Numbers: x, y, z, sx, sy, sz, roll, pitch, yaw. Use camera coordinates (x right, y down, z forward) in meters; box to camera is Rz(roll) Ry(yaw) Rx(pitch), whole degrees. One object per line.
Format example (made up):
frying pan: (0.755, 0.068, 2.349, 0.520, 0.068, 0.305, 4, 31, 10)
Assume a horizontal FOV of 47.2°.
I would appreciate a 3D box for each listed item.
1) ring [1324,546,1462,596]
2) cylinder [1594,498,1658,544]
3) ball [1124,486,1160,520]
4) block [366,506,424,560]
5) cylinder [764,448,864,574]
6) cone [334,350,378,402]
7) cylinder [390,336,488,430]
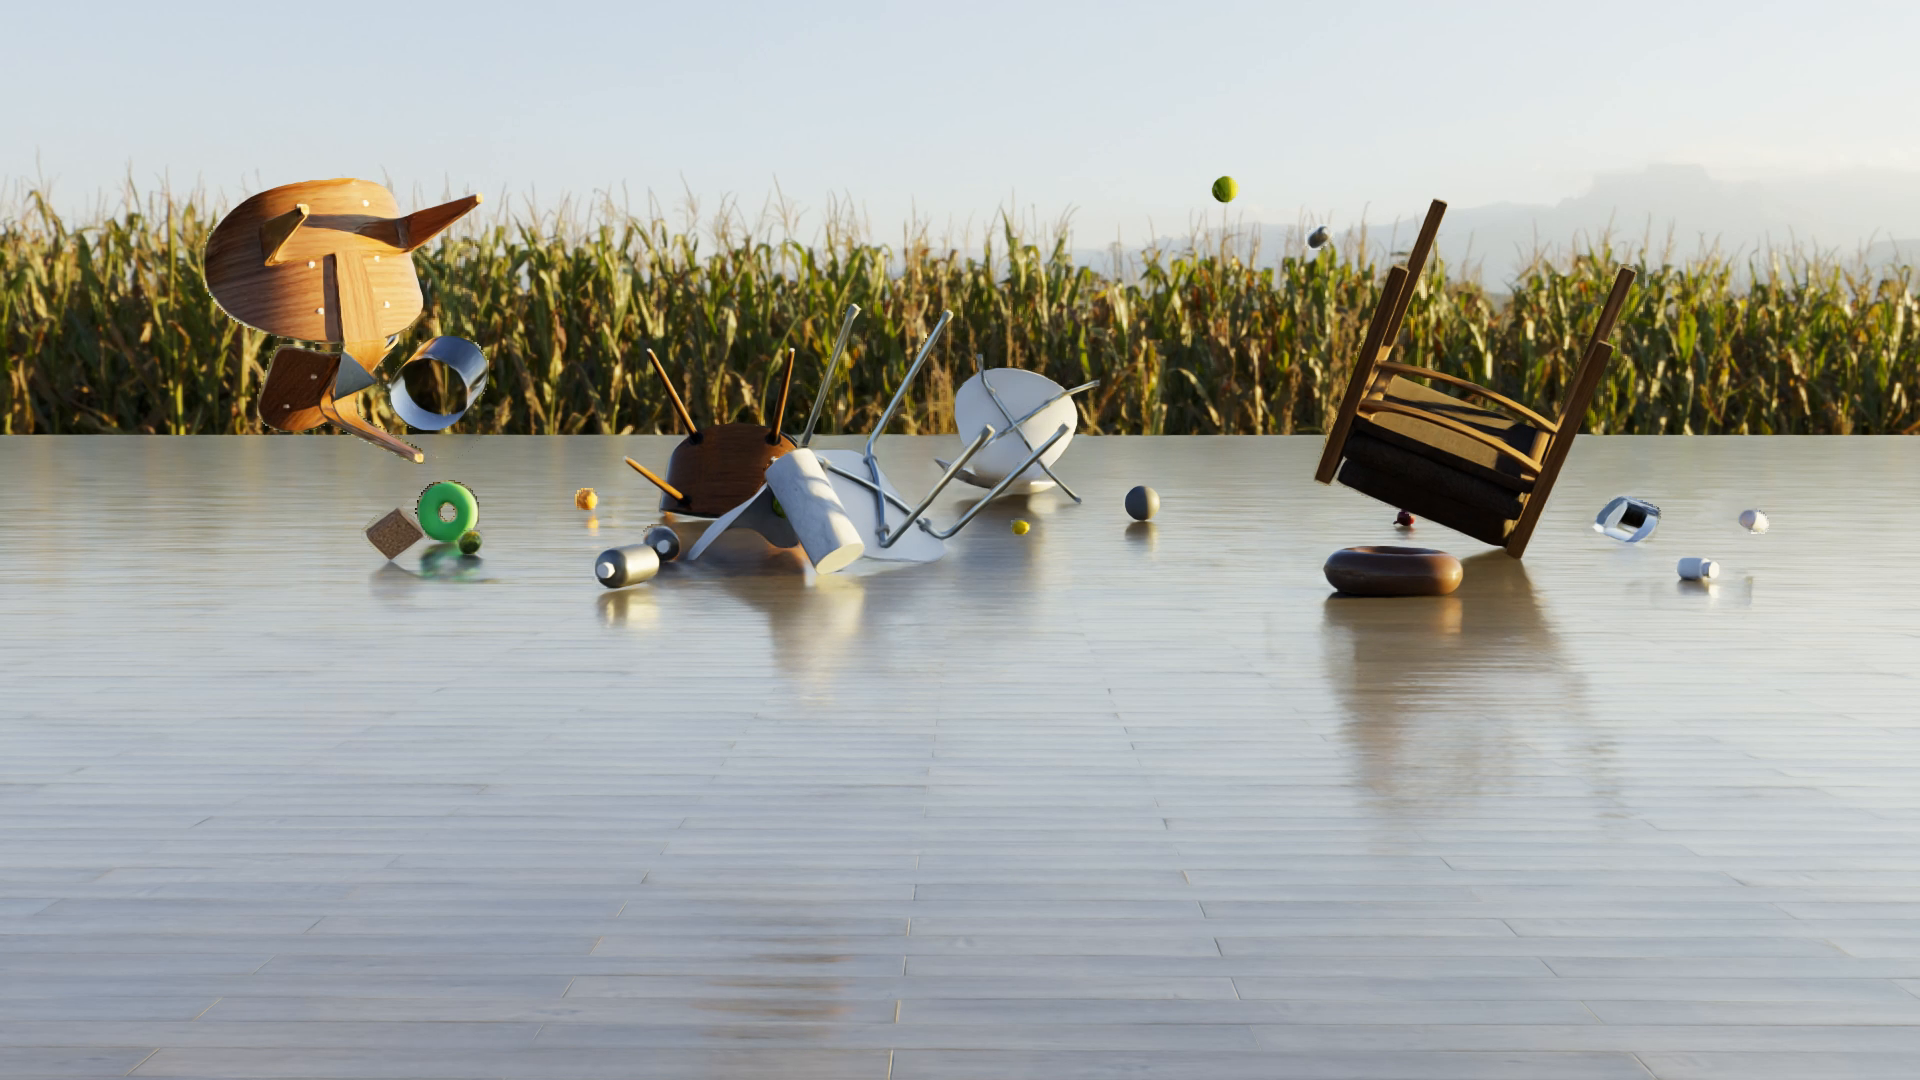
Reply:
ring: (0.958, 0.069, 4.872, 0.269, 0.093, 0.320, -4, 7, -41)
cylinder: (1.926, -0.057, 6.358, 0.099, 0.097, 0.193, 19, -19, -8)
ball: (0.621, -0.126, 7.499, 0.120, 0.120, 0.120, 0, 4, 0)
block: (-1.477, -0.017, 5.743, 0.109, 0.092, 0.043, -36, 43, 1)
cylinder: (-0.355, -0.070, 5.360, 0.132, 0.282, 0.128, -32, -20, 7)
cone: (-1.787, -0.479, 6.535, 0.115, 0.171, 0.098, 10, -25, -13)
cylinder: (-1.539, -0.465, 6.500, 0.240, 0.221, 0.196, -28, 19, 18)
